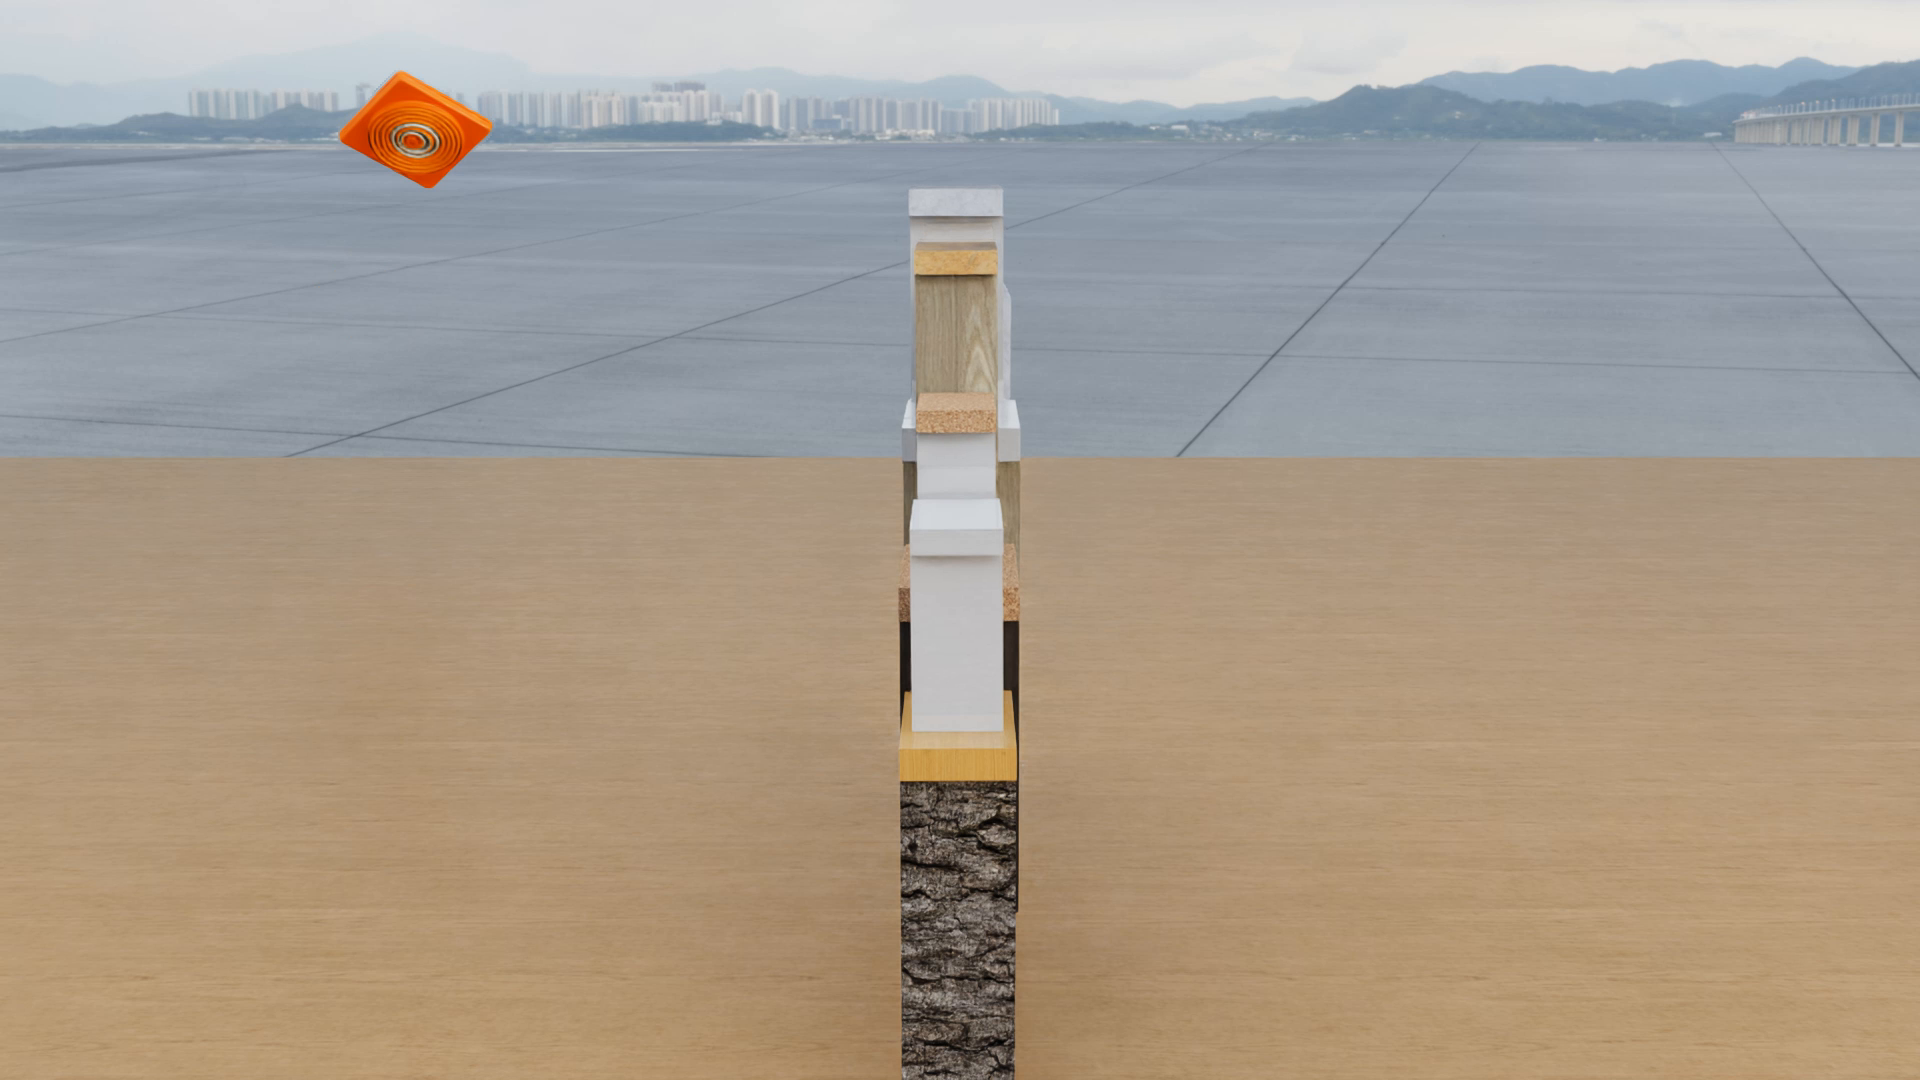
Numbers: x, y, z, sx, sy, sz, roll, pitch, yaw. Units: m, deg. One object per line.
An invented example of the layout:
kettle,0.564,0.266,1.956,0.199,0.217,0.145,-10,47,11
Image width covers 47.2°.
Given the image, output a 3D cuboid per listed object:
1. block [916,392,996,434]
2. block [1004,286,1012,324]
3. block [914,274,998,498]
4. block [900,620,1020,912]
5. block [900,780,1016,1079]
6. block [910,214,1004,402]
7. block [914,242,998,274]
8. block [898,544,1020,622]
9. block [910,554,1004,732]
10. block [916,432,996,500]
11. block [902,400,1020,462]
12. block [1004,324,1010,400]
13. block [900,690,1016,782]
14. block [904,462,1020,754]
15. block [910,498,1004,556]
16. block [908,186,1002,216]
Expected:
block,-0.005,-0.178,3.056,0.106,0.030,0.212,0,10,0
block,0.005,-0.442,4.126,0.171,0.048,0.342,0,10,-1
block,-0.004,-0.183,3.208,0.118,0.411,0.034,0,10,0
block,0.000,0.312,3.093,0.165,0.428,0.047,0,10,0
block,-0.002,0.515,2.822,0.146,0.456,0.041,0,11,0
block,-0.005,-0.379,3.595,0.150,0.301,0.043,0,10,0
block,-0.005,-0.417,3.246,0.118,0.034,0.237,0,11,0
block,-0.001,0.059,3.158,0.165,0.047,0.330,0,10,0
block,-0.004,0.127,2.801,0.117,0.233,0.033,0,10,0
block,-0.005,-0.046,3.008,0.106,0.212,0.030,0,10,0
block,0.002,-0.175,3.468,0.177,0.050,0.355,0,11,0
block,0.006,-0.211,4.060,0.171,0.382,0.048,0,13,0
block,-0.002,0.253,2.873,0.146,0.041,0.292,0,10,0
block,0.003,0.134,3.405,0.177,0.533,0.050,0,11,0
block,-0.004,-0.018,2.853,0.117,0.033,0.233,0,10,0
block,-0.005,-0.566,3.664,0.150,0.043,0.301,0,10,1
